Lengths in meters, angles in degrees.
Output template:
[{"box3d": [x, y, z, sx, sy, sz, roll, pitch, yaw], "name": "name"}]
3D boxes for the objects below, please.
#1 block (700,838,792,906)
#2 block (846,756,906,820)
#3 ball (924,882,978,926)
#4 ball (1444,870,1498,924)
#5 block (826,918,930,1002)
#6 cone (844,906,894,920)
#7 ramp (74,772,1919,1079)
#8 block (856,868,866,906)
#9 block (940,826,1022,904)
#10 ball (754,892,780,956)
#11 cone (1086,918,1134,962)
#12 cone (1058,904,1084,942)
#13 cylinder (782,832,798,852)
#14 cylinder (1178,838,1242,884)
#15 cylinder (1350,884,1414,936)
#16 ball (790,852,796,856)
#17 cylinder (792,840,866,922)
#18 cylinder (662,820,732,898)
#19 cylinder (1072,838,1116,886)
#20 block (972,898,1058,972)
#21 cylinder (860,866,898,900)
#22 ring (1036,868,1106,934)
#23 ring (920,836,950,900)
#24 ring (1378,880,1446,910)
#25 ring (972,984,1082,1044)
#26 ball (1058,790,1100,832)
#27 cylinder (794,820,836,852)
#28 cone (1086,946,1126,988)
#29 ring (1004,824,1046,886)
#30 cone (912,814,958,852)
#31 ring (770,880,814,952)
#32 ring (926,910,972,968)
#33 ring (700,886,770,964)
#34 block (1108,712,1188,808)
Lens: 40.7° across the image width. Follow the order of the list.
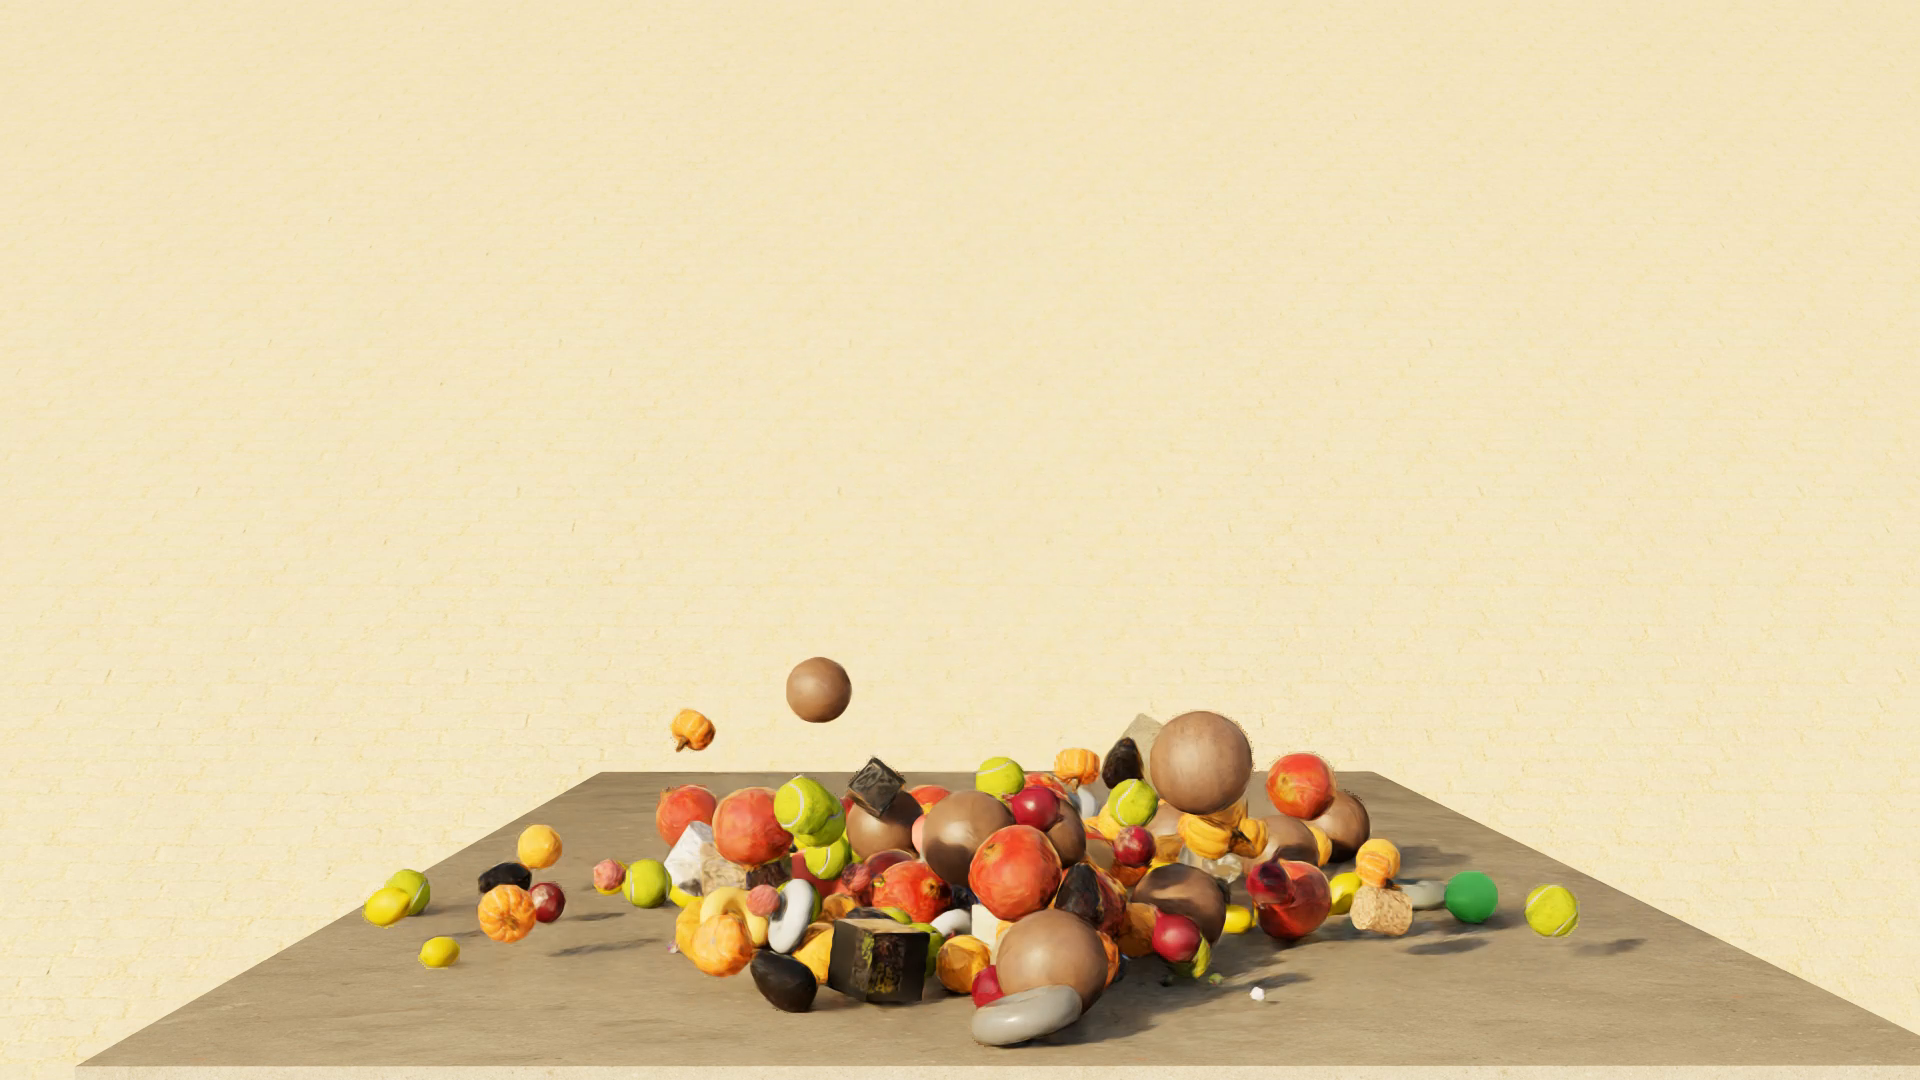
[{"box3d": [-0.303, 0.474, 3.684, 0.091, 0.091, 0.091, -10, -9, 40], "name": "block"}, {"box3d": [-0.131, 0.385, 4.021, 0.063, 0.063, 0.063, 38, 73, 6], "name": "block"}, {"box3d": [-0.013, 0.515, 3.609, 0.077, 0.077, 0.077, 0, 32, 0], "name": "ball"}, {"box3d": [0.754, 0.526, 3.820, 0.077, 0.077, 0.077, 0, 32, 0], "name": "ball"}, {"box3d": [-0.098, 0.503, 3.102, 0.082, 0.082, 0.082, 7, 1, -38], "name": "block"}, {"box3d": [-0.130, 0.531, 3.310, 0.092, 0.092, 0.092, 19, 44, -20], "name": "cone"}, {"box3d": [0.071, 0.625, 4.715, 2.000, 0.100, 4.000, 0, -1, 0], "name": "ramp"}, {"box3d": [-0.189, 0.535, 3.964, 0.062, 0.062, 0.062, -1, -1, 42], "name": "block"}, {"box3d": [0.028, 0.476, 3.666, 0.084, 0.084, 0.084, 23, 43, 14], "name": "block"}, {"box3d": [-0.251, 0.504, 3.406, 0.083, 0.083, 0.083, 0, 32, 0], "name": "ball"}, {"box3d": [0.214, 0.545, 3.433, 0.067, 0.067, 0.067, -22, 50, 29], "name": "cone"}, {"box3d": [0.146, 0.523, 3.466, 0.058, 0.058, 0.058, -26, 25, -35], "name": "cone"}, {"box3d": [-0.286, 0.548, 4.631, 0.053, 0.053, 0.053, -1, 29, 26], "name": "cylinder"}, {"box3d": [0.379, 0.486, 3.928, 0.070, 0.070, 0.070, -20, 2, -28], "name": "cylinder"}, {"box3d": [0.558, 0.491, 3.431, 0.059, 0.059, 0.059, 18, 21, -32], "name": "cylinder"}, {"box3d": [-0.273, 0.545, 4.316, 0.051, 0.051, 0.051, 0, 32, 0], "name": "ball"}, {"box3d": [-0.197, 0.502, 3.817, 0.093, 0.093, 0.093, -13, 70, -20], "name": "cylinder"}, {"box3d": [-0.380, 0.464, 3.770, 0.080, 0.080, 0.080, 32, 10, -7], "name": "cylinder"}, {"box3d": [0.192, 0.471, 3.749, 0.055, 0.055, 0.055, 11, 42, 17], "name": "cylinder"}, {"box3d": [0.073, 0.517, 3.387, 0.084, 0.084, 0.084, 0, -1, 28], "name": "block"}, {"box3d": [-0.131, 0.538, 4.069, 0.051, 0.051, 0.051, 12, 22, -35], "name": "cylinder"}, {"box3d": [0.157, 0.515, 3.682, 0.106, 0.035, 0.106, -10, 54, 14], "name": "ring"}, {"box3d": [-0.036, 0.507, 3.935, 0.039, 0.116, 0.116, -4, 32, -8], "name": "ring"}, {"box3d": [0.698, 0.548, 3.998, 0.115, 0.038, 0.115, -2, 0, 0], "name": "ring"}, {"box3d": [0.073, 0.520, 2.842, 0.126, 0.042, 0.126, -15, -3, -1], "name": "ring"}, {"box3d": [0.236, 0.538, 5.152, 0.085, 0.085, 0.085, 0, 32, 0], "name": "ball"}, {"box3d": [-0.256, 0.529, 4.561, 0.060, 0.060, 0.060, 16, 33, 3], "name": "cylinder"}, {"box3d": [0.174, 0.543, 3.226, 0.055, 0.055, 0.055, 11, 26, 17], "name": "cone"}, {"box3d": [0.075, 0.469, 3.785, 0.043, 0.128, 0.128, 41, 36, -7], "name": "ring"}, {"box3d": [-0.023, 0.453, 4.029, 0.077, 0.077, 0.077, -31, 0, -40], "name": "cone"}, {"box3d": [-0.206, 0.459, 3.166, 0.031, 0.094, 0.094, 21, 28, -16], "name": "ring"}, {"box3d": [-0.014, 0.521, 3.381, 0.086, 0.086, 0.029, -20, 38, -29], "name": "ring"}, {"box3d": [-0.284, 0.485, 3.263, 0.034, 0.101, 0.101, -32, 8, 41], "name": "ring"}, {"box3d": [0.317, 0.372, 4.388, 0.094, 0.094, 0.094, 27, 53, 20], "name": "block"}]
